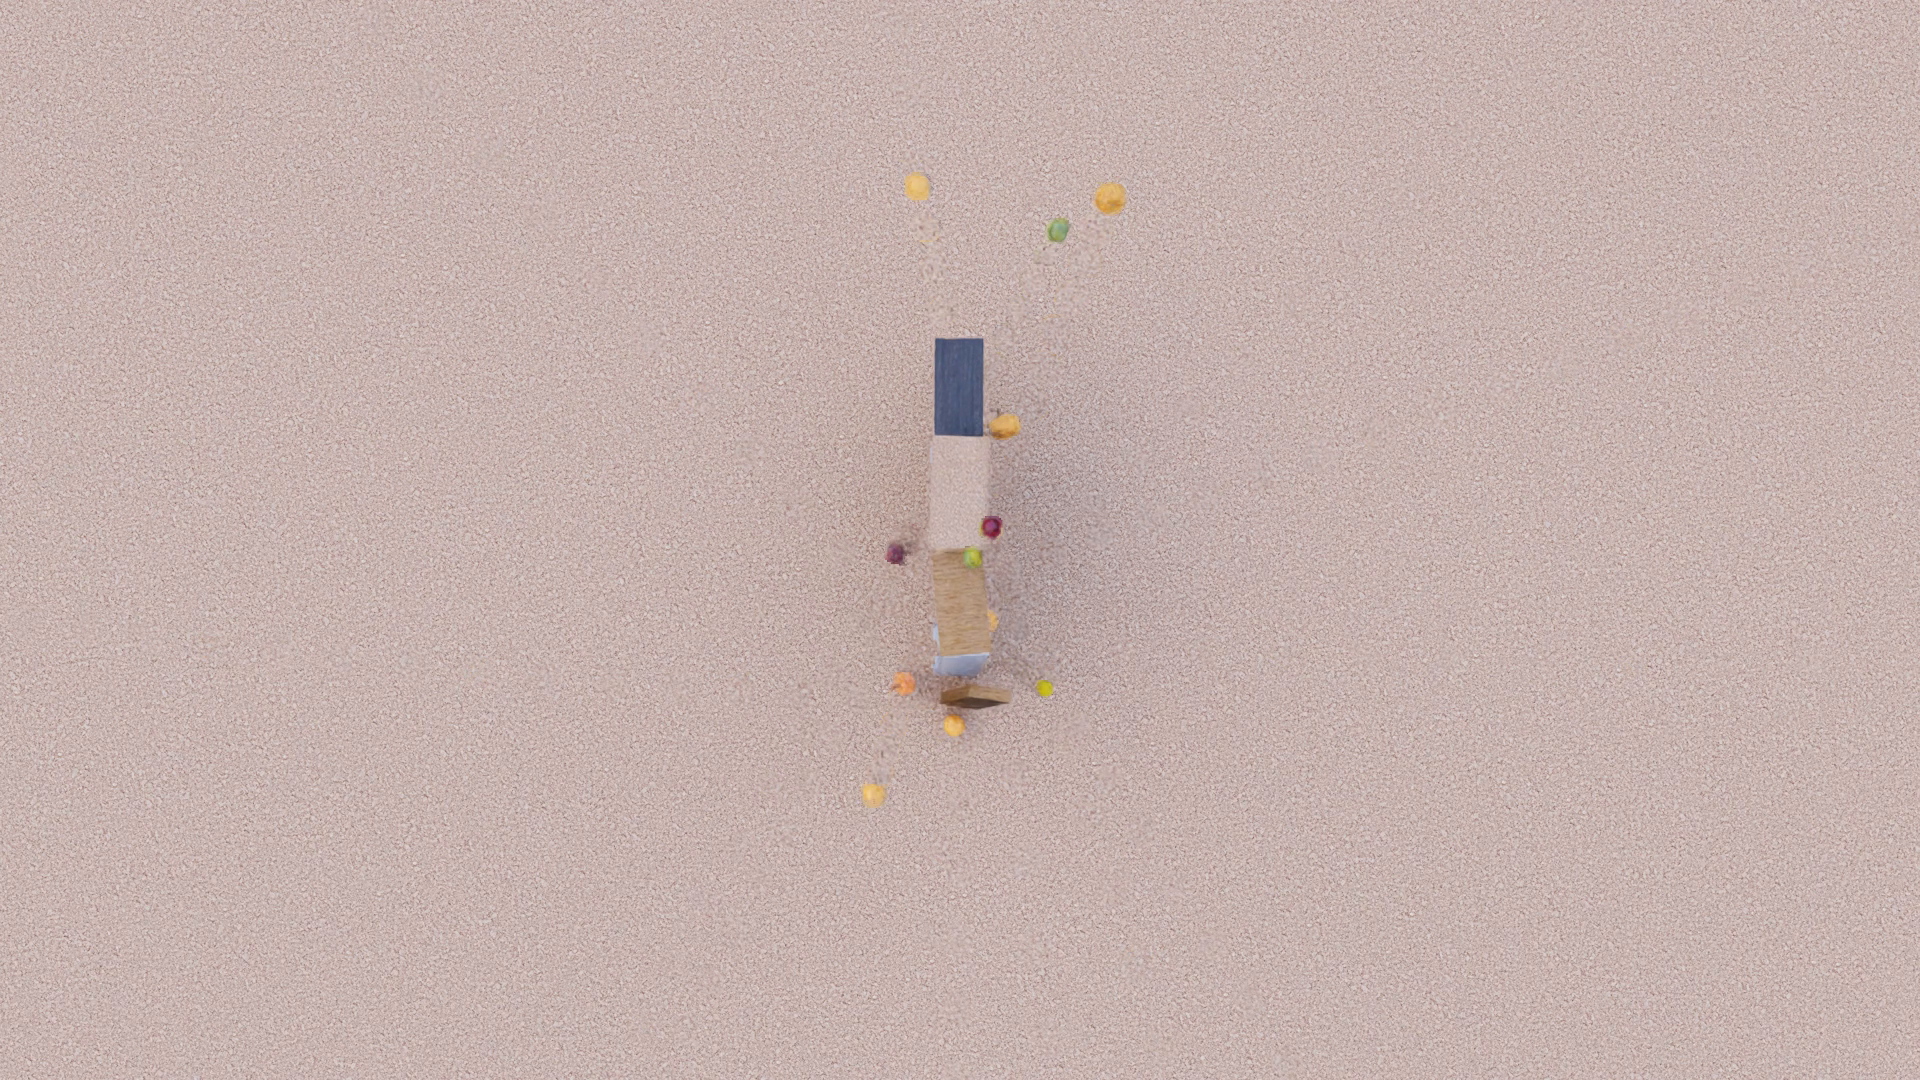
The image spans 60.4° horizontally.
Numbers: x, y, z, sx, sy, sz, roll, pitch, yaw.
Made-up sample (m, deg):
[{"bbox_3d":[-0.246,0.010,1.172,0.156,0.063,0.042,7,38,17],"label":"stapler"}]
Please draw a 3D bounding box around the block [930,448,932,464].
[{"bbox_3d":[-0.005,-0.249,5.040,0.164,0.379,0.046,0,89,0],"label":"block"}]

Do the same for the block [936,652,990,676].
[{"bbox_3d":[0.007,0.366,5.106,0.130,0.260,0.037,5,71,-7],"label":"block"}]

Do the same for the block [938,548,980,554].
[{"bbox_3d":[-0.002,0.015,5.198,0.141,0.040,0.282,0,90,0],"label":"block"}]

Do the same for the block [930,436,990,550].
[{"bbox_3d":[-0.002,-0.139,4.827,0.164,0.046,0.328,2,90,0],"label":"block"}]

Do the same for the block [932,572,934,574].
[{"bbox_3d":[-0.007,0.081,5.029,0.149,0.299,0.042,1,90,0],"label":"block"}]

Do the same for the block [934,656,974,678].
[{"bbox_3d":[-0.018,0.414,5.368,0.130,0.260,0.037,4,80,0],"label":"block"}]

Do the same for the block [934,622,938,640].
[{"bbox_3d":[-0.005,0.284,5.071,0.149,0.385,0.042,6,89,0],"label":"block"}]

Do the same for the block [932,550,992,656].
[{"bbox_3d":[0.004,0.187,4.858,0.149,0.042,0.299,-5,90,0],"label":"block"}]

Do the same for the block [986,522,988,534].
[{"bbox_3d":[-0.002,-0.031,5.014,0.164,0.328,0.046,2,90,0],"label":"block"}]

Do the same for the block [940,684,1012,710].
[{"bbox_3d":[0.045,0.502,5.245,0.130,0.495,0.037,10,80,-10],"label":"block"}]

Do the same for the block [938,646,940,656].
[{"bbox_3d":[-0.010,0.269,5.278,0.103,0.029,0.206,5,90,0],"label":"block"}]

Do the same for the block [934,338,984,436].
[{"bbox_3d":[-0.003,-0.454,4.919,0.145,0.041,0.290,0,90,0],"label":"block"}]
